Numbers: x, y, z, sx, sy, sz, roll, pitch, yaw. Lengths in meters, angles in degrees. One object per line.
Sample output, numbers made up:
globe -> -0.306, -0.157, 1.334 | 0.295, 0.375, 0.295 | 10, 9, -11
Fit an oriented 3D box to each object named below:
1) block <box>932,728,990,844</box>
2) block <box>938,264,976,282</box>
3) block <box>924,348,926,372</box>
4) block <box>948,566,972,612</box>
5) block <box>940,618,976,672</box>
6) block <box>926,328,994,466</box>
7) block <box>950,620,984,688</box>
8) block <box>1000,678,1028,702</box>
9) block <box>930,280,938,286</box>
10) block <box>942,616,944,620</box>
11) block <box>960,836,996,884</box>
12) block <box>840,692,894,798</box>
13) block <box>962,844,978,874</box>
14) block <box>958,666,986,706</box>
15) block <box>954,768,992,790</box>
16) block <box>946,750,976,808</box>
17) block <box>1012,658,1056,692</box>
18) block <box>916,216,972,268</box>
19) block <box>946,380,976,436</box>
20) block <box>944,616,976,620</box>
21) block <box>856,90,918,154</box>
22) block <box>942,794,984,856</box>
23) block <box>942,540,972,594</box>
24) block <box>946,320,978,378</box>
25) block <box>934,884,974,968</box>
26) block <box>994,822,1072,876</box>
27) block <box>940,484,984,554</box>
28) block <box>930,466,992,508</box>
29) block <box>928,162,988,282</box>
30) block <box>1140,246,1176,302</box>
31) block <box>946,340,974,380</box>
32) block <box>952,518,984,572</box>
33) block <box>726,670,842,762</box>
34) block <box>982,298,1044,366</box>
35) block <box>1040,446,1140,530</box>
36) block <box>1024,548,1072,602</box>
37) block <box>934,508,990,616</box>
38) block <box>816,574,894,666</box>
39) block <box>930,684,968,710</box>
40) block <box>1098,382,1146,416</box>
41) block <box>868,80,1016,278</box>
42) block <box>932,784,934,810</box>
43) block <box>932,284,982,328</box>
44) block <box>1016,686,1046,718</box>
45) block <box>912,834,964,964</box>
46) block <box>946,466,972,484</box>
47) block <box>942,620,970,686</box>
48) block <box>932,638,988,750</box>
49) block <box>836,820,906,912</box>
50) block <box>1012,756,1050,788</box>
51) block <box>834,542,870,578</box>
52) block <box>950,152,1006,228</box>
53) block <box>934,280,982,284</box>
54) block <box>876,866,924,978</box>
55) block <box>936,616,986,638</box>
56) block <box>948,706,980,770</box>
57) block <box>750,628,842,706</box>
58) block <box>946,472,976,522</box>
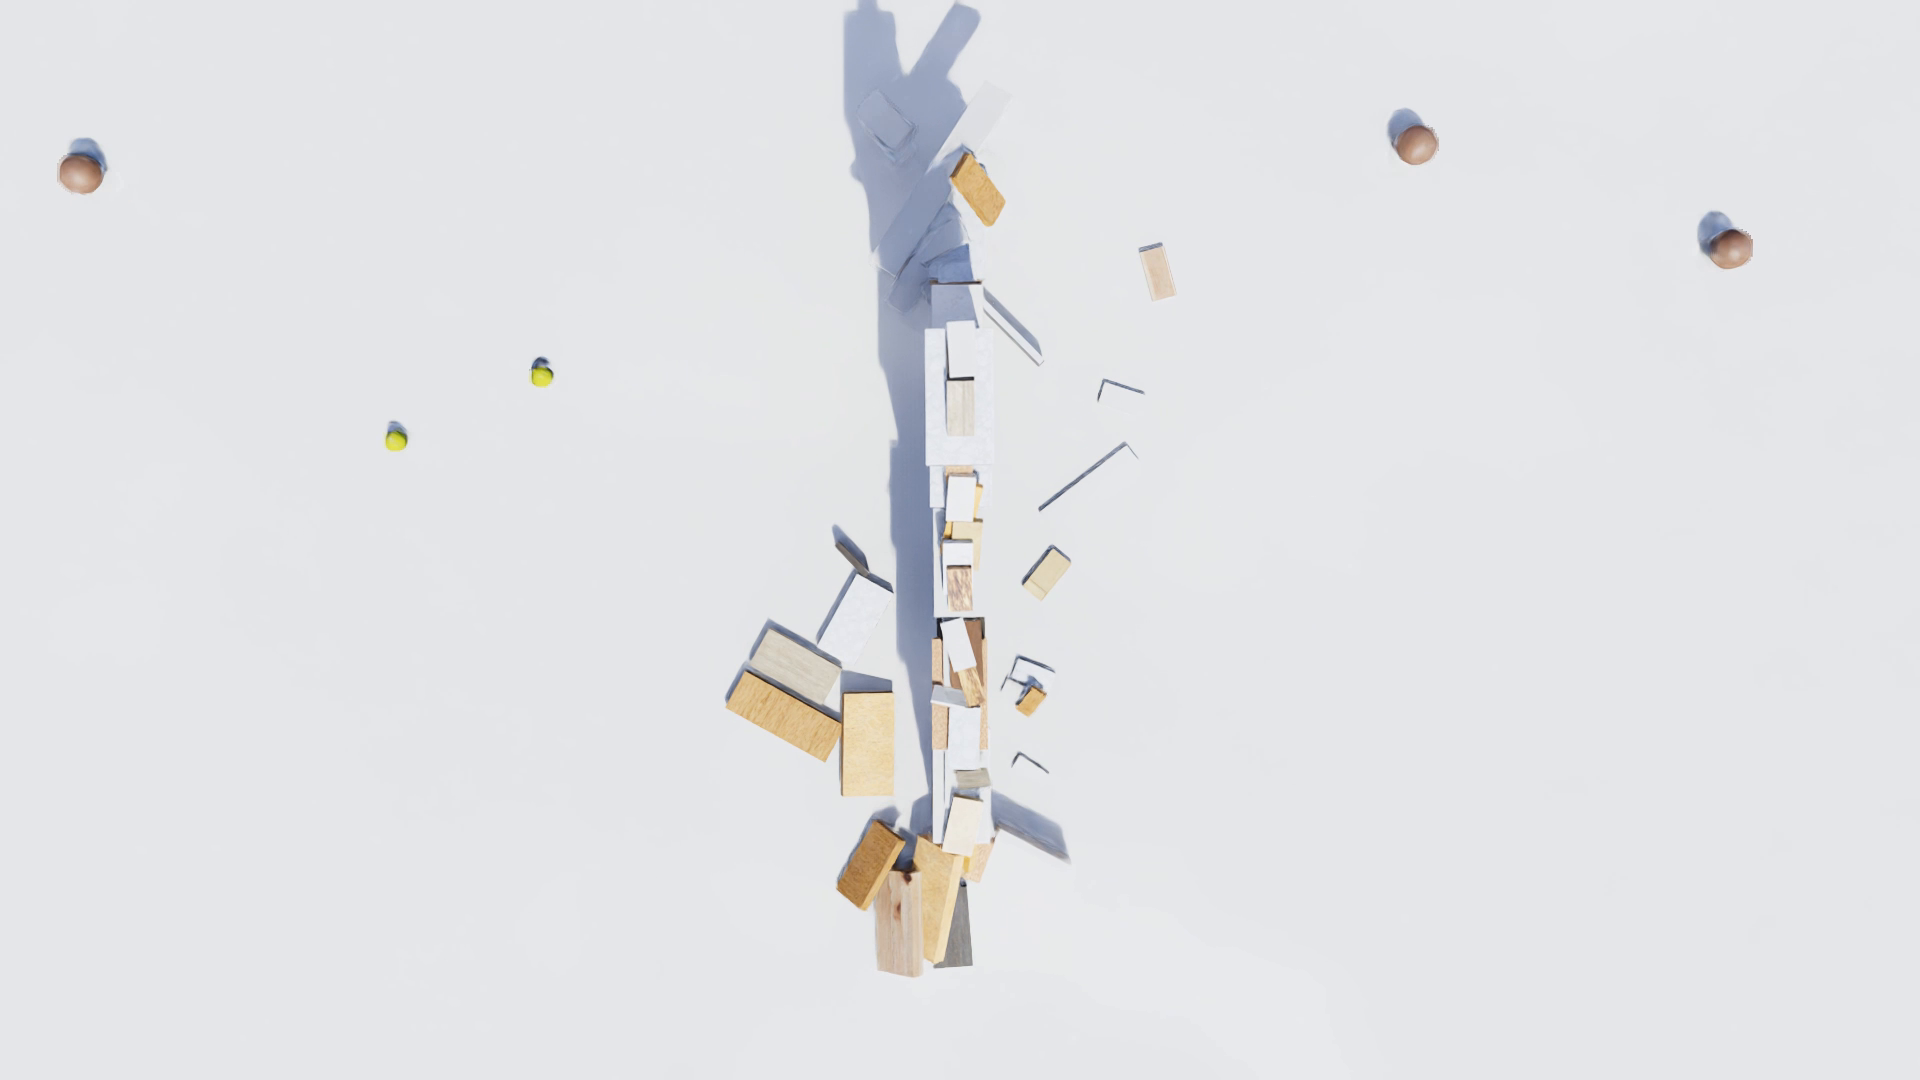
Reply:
block -> 0.005, 0.730, 4.910 | 0.170, 0.048, 0.340 | 0, 94, 0
block -> -0.007, -0.718, 4.987 | 0.115, 0.033, 0.230 | 0, 90, 0
block -> -0.005, -0.456, 4.334 | 0.169, 0.401, 0.048 | 0, 90, 0
block -> 0.000, 0.133, 4.517 | 0.067, 0.019, 0.134 | -2, 119, 0
block -> -0.005, 0.300, 4.723 | 0.067, 0.019, 0.143 | -16, 90, 0
block -> -0.001, -0.355, 4.109 | 0.169, 0.048, 0.338 | 0, 90, 0
block -> 0.017, 0.329, 4.746 | 0.095, 0.027, 0.189 | -3, 90, 0
block -> 0.194, 0.509, 5.492 | 0.107, 0.015, 0.054 | 28, 90, 0
block -> -0.012, -0.879, 5.322 | 0.178, 0.355, 0.050 | -6, 90, 0
block -> -0.003, 0.181, 4.936 | 0.101, 0.029, 0.203 | 0, 90, 0
block -> 0.042, 1.042, 5.428 | 0.100, 0.028, 0.200 | 17, 127, 0
block -> -0.306, 0.675, 5.456 | 0.169, 0.048, 0.338 | 1, 90, -15
block -> 0.009, 0.983, 5.326 | 0.100, 0.200, 0.028 | 37, 52, 26
block -> 0.033, 0.419, 4.724 | 0.054, 0.015, 0.107 | -16, 90, 0
block -> 0.037, 0.698, 4.823 | 0.107, 0.015, 0.054 | -13, 94, 34
block -> 0.001, 0.699, 4.871 | 0.090, 0.025, 0.179 | 0, 94, 0
block -> 0.244, 0.450, 5.491 | 0.134, 0.019, 0.067 | 22, 90, 0
block -> -0.056, -0.914, 5.058 | 0.167, 0.024, 0.083 | -27, 67, 15
block -> 0.002, -0.324, 4.062 | 0.068, 0.019, 0.136 | -1, 101, 0
block -> 0.001, 0.213, 4.761 | 0.094, 0.325, 0.027 | -1, 75, 0
block -> -0.243, -1.376, 5.433 | 0.208, 0.029, 0.104 | 47, 107, 21
block -> 0.008, 0.841, 4.866 | 0.090, 0.025, 0.179 | 11, 106, -3
block -> -0.005, 0.075, 4.509 | 0.081, 0.023, 0.162 | 0, 119, 0
block -> 0.005, -0.469, 4.057 | 0.068, 0.019, 0.136 | -3, 90, 0
block -> -0.033, 1.285, 5.481 | 0.131, 0.037, 0.263 | -5, 90, 0
block -> 0.241, 1.017, 5.434 | 0.263, 0.131, 0.037 | 27, 90, 0
block -> 0.003, -0.055, 4.482 | 0.072, 0.020, 0.234 | 10, 124, -7
block -> 0.002, -0.257, 4.494 | 0.168, 0.048, 0.336 | 0, 90, 0
block -> -0.006, -0.986, 5.119 | 0.178, 0.050, 0.356 | 1, 90, 0
block -> 0.659, -0.885, 5.488 | 0.083, 0.024, 0.167 | -15, 90, 0
block -> 0.001, -0.423, 4.076 | 0.068, 0.019, 0.136 | -1, 90, 0
block -> 0.017, 0.012, 4.502 | 0.081, 0.023, 0.162 | 3, 125, -2
block -> -0.579, 0.586, 5.480 | 0.378, 0.039, 0.138 | 29, 90, 0
block -> 0.168, -0.687, 5.458 | 0.289, 0.083, 0.024 | 45, 90, 0
block -> 0.431, -0.175, 5.490 | 0.366, 0.021, 0.072 | -37, 90, 0
block -> 0.290, 0.117, 5.489 | 0.081, 0.023, 0.162 | 39, 90, 0
block -> 0.003, 0.060, 4.581 | 0.152, 0.043, 0.303 | -1, 89, 0
block -> -0.347, 0.266, 5.480 | 0.138, 0.039, 0.276 | 29, 90, 0
block -> -0.027, 0.454, 4.763 | 0.107, 0.015, 0.054 | 12, 54, 0
block -> 0.539, -0.467, 5.490 | 0.145, 0.021, 0.072 | 18, 90, 0
block -> -0.056, -1.108, 5.067 | 0.104, 0.029, 0.657 | 33, 91, 14
block -> 0.000, 0.827, 5.219 | 0.170, 0.569, 0.048 | 1, 75, 0
block -> -0.007, -0.562, 4.554 | 0.140, 0.040, 0.280 | 0, 91, 0
block -> 0.236, 0.536, 5.465 | 0.054, 0.015, 0.107 | 34, 117, -4
block -> -0.095, 1.171, 5.390 | 0.169, 0.048, 0.378 | 21, 105, 41
block -> -0.002, -0.184, 4.399 | 0.072, 0.144, 0.020 | 0, 74, 0
block -> -0.001, 0.328, 4.773 | 0.094, 0.027, 0.189 | -1, 90, 0
block -> 0.000, 0.448, 4.808 | 0.161, 0.046, 0.321 | 0, 90, 0
block -> -0.295, 1.074, 5.443 | 0.131, 0.037, 0.263 | 30, 90, 41
block -> 0.235, 0.770, 5.492 | 0.118, 0.015, 0.054 | 34, 90, 0
block -> -0.357, 0.065, 5.464 | 0.021, 0.072, 0.145 | -44, 90, 0
block -> 0.056, -1.069, 5.041 | 0.208, 0.029, 0.104 | 48, 58, -36
block -> -0.007, -0.691, 4.771 | 0.140, 0.397, 0.040 | -3, 89, 0
block -> -0.201, 1.254, 5.425 | 0.169, 0.048, 0.338 | -1, 90, 43
block -> 0.003, 0.380, 5.175 | 0.152, 0.043, 0.303 | 0, 90, 0
block -> 0.012, 0.572, 4.772 | 0.090, 0.025, 0.179 | 2, 90, 0
block -> -0.544, 0.421, 5.480 | 0.276, 0.039, 0.138 | 29, 90, 0
block -> 0.002, -0.114, 4.413 | 0.072, 0.020, 0.144 | 3, 127, -2
